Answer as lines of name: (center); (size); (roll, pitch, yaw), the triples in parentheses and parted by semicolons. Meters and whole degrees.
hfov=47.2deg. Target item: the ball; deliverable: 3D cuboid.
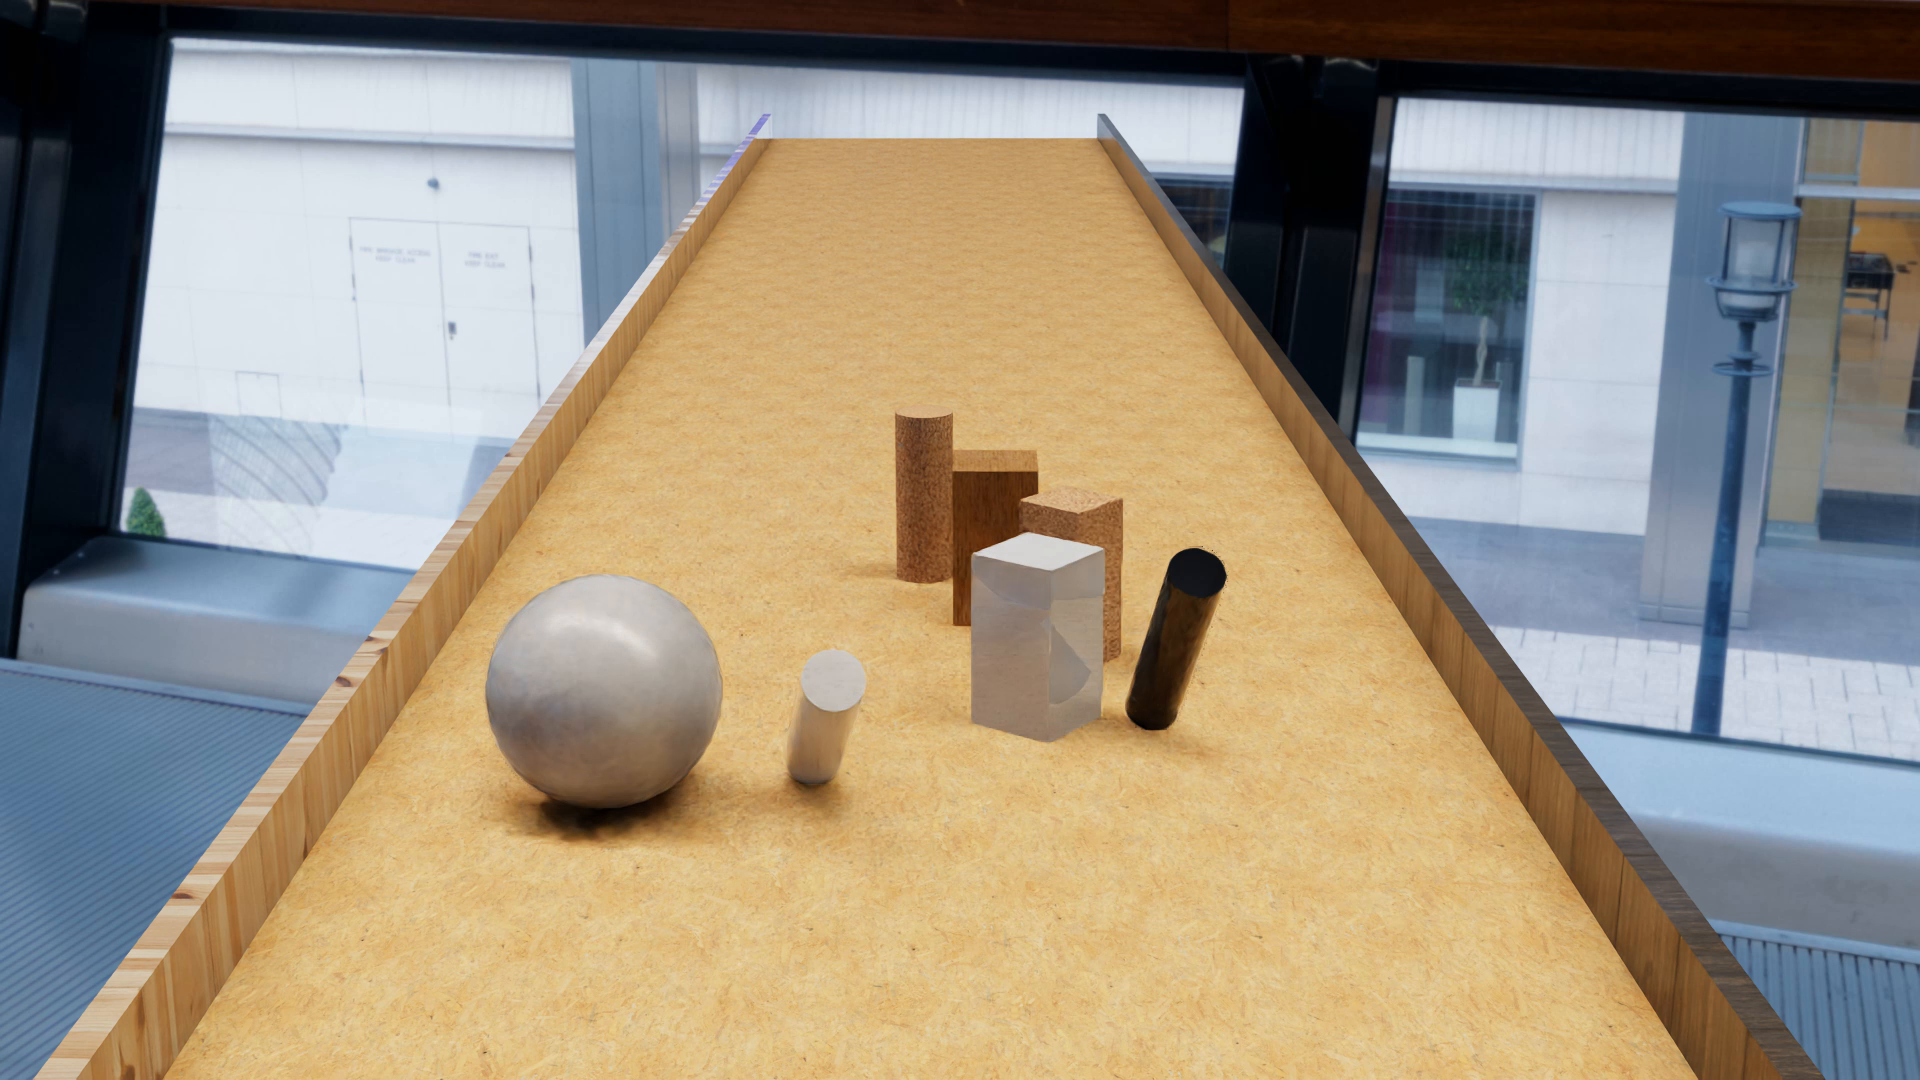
ball: (-0.595, 0.253, 3.685); (0.394, 0.394, 0.394); (0, 17, 0)

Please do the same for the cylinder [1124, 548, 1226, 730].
cylinder: (0.378, 0.183, 3.898); (0.101, 0.439, 0.101); (4, 54, -5)

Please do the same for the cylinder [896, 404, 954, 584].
cylinder: (-0.079, -0.103, 4.908); (0.128, 0.379, 0.128); (0, 17, 0)

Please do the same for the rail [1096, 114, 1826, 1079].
rail: (0.932, -0.844, 7.801); (0.050, 0.150, 12.000); (0, 17, -1)

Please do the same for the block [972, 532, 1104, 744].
block: (0.143, 0.178, 4.053); (0.174, 0.329, 0.174); (12, 20, 35)

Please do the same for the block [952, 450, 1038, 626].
block: (0.074, -0.006, 4.656); (0.177, 0.336, 0.177); (0, 17, 1)

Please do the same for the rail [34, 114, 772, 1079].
rail: (-1.118, -0.838, 7.780); (0.050, 0.150, 12.000); (0, 17, -1)

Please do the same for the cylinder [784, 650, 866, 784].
cylinder: (-0.225, 0.296, 3.613); (0.101, 0.101, 0.451); (-3, -20, -9)

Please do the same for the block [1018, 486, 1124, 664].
block: (0.219, 0.078, 4.381); (0.147, 0.332, 0.147); (14, 21, 39)
